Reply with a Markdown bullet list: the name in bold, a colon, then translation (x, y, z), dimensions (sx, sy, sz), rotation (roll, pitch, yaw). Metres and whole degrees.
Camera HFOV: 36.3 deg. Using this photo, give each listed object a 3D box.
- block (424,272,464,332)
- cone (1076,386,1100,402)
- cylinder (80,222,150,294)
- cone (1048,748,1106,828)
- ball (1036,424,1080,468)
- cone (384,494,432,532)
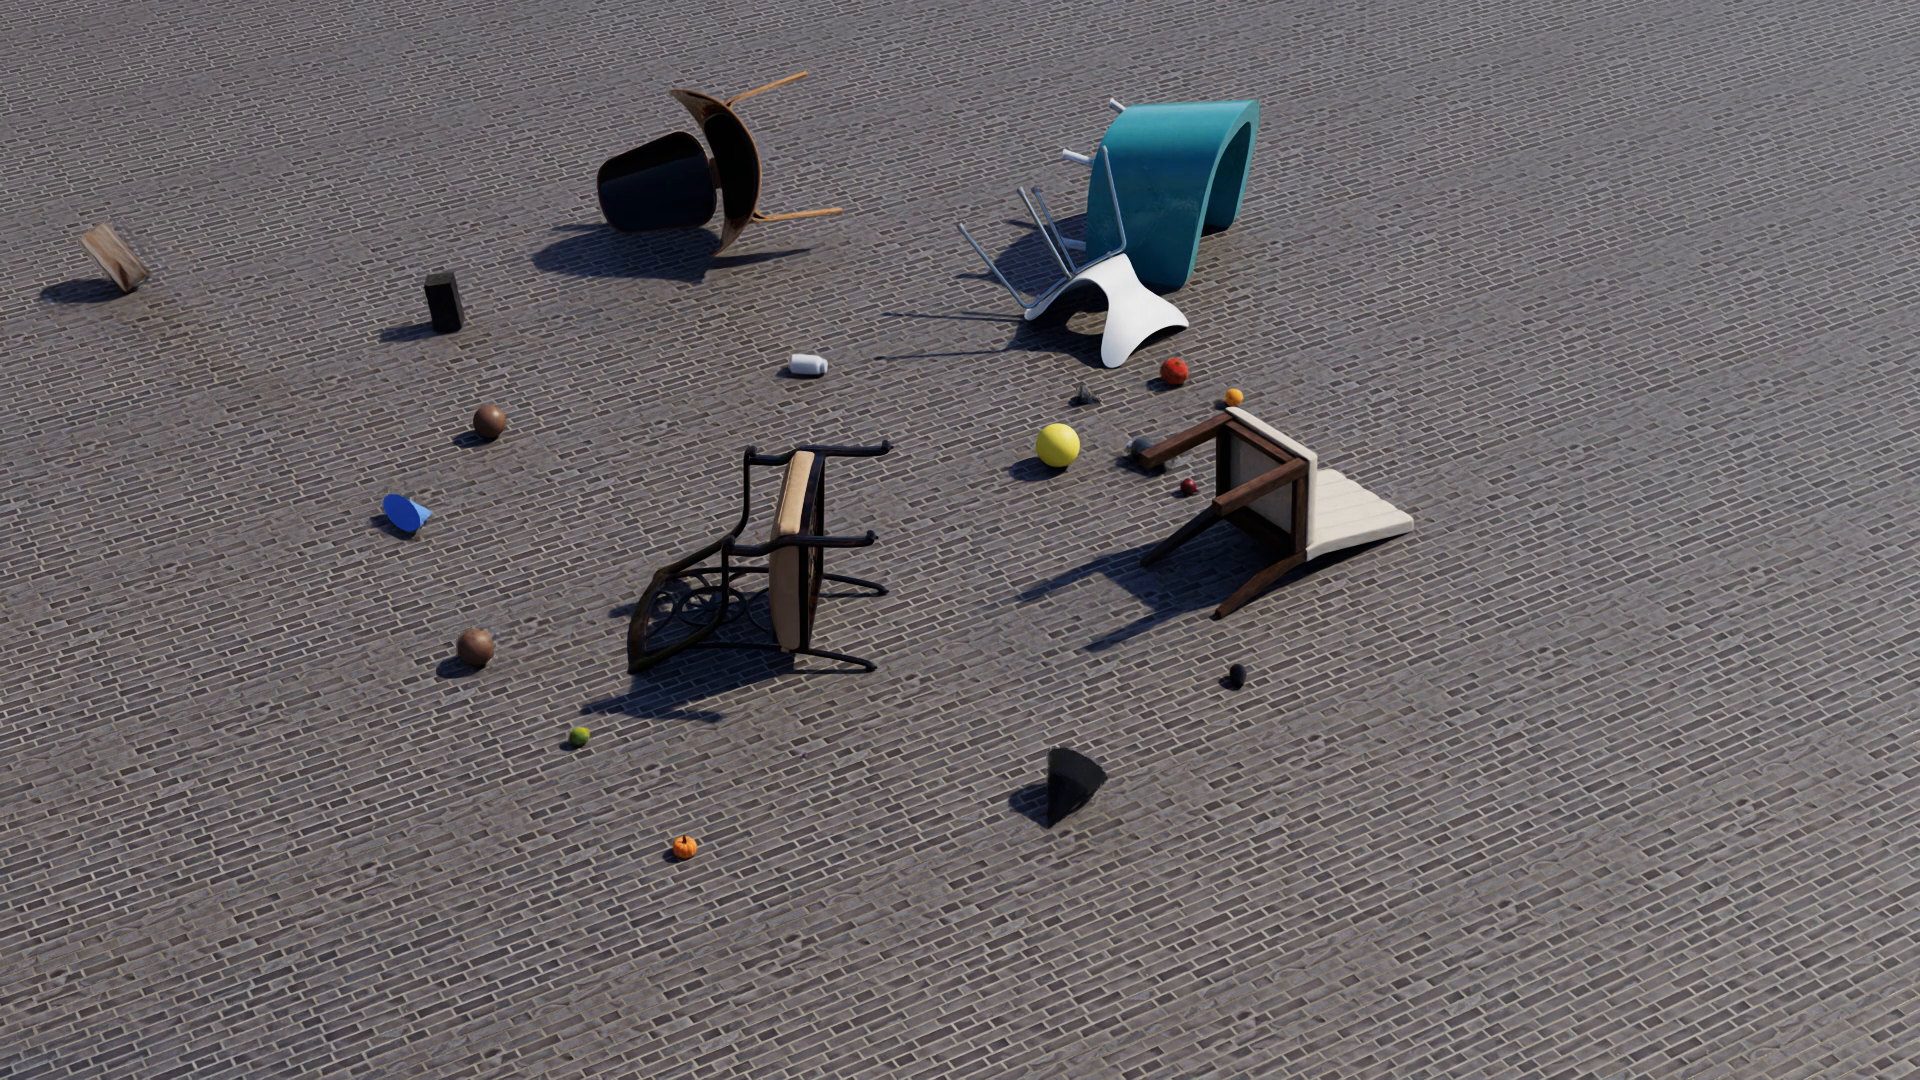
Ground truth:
- **block**: translation (-2.153, -0.995, 12.246), dimensions (0.113, 0.218, 0.100), rotation (-6, 33, 3)
- **cone**: translation (0.524, -0.570, 11.783), dimensions (0.097, 0.061, 0.087), rotation (17, 24, -6)
- **cylinder**: translation (-3.612, -1.209, 12.530), dimensions (0.136, 0.294, 0.162), rotation (-41, 2, -11)
- **cone**: translation (0.335, 0.844, 9.575), dimensions (0.206, 0.213, 0.249), rotation (-21, 35, 54)
- **ball**: translation (0.379, -0.366, 11.344), dimensions (0.171, 0.171, 0.171), rotation (0, 33, 0)
- **cone**: translation (-2.045, -0.103, 11.051), dimensions (0.237, 0.119, 0.145), rotation (29, 21, 38)
